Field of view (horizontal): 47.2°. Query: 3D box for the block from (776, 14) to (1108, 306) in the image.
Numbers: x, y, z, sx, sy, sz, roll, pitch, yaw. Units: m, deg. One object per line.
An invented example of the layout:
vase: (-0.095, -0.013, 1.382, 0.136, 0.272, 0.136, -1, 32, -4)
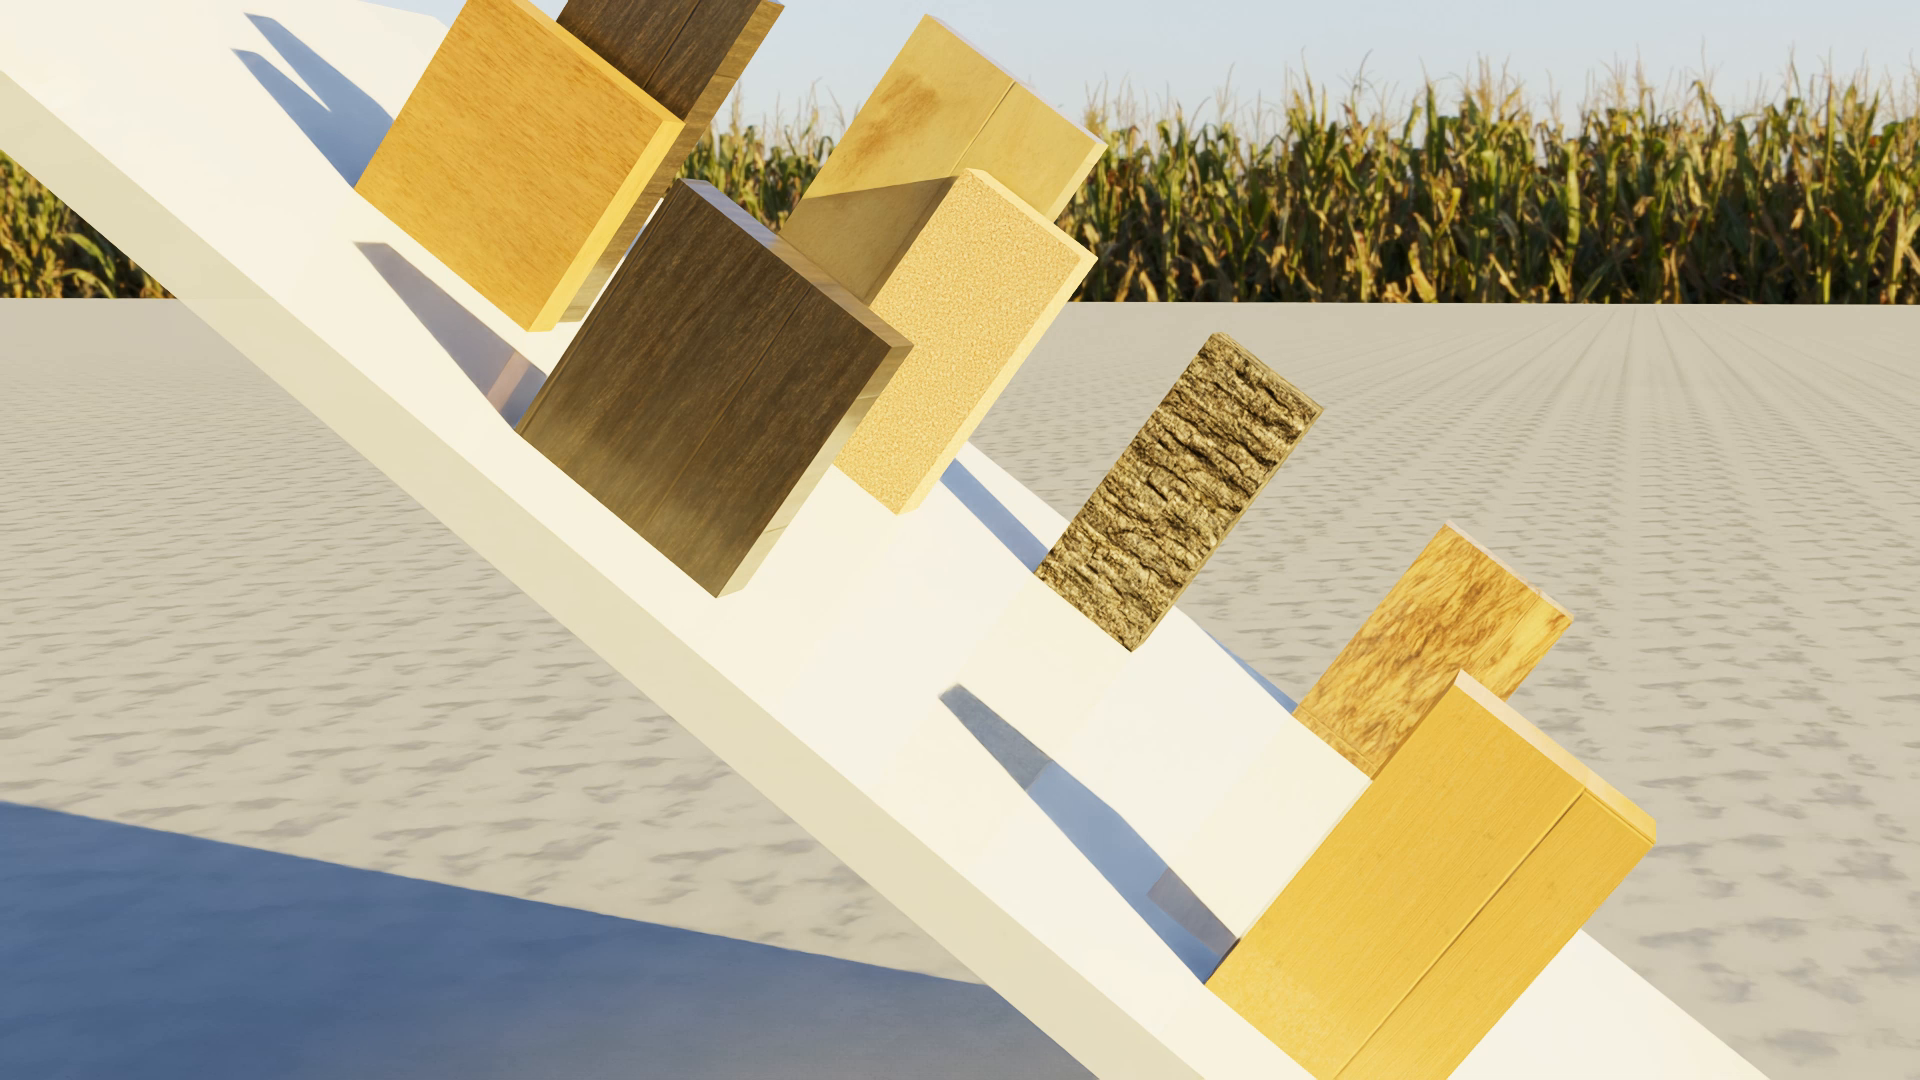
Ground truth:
block: (-0.112, -0.589, 4.374, 0.425, 0.784, 0.097, 39, 16, 9)

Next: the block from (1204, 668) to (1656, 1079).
block: (0.676, 0.528, 3.184, 0.345, 0.584, 0.127, 39, 16, 9)

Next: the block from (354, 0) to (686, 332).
block: (-0.772, -0.668, 3.835, 0.418, 0.444, 0.091, 39, 16, 9)

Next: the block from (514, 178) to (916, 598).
block: (-0.378, -0.231, 3.348, 0.417, 0.475, 0.108, 39, 16, 9)

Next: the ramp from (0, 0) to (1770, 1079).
ramp: (-0.061, 0.122, 4.068, 4.000, 0.100, 2.000, 39, 16, 9)

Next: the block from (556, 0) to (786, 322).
block: (-0.634, -0.757, 3.928, 0.301, 0.689, 0.107, 39, 16, 9)

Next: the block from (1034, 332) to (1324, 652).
block: (0.438, -0.096, 4.432, 0.257, 0.611, 0.121, 39, 16, 9)

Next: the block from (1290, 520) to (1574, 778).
block: (1.012, 0.270, 4.727, 0.331, 0.535, 0.089, 39, 16, 9)

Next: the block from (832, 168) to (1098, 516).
block: (-0.037, -0.379, 4.240, 0.282, 0.614, 0.126, 39, 16, 9)
